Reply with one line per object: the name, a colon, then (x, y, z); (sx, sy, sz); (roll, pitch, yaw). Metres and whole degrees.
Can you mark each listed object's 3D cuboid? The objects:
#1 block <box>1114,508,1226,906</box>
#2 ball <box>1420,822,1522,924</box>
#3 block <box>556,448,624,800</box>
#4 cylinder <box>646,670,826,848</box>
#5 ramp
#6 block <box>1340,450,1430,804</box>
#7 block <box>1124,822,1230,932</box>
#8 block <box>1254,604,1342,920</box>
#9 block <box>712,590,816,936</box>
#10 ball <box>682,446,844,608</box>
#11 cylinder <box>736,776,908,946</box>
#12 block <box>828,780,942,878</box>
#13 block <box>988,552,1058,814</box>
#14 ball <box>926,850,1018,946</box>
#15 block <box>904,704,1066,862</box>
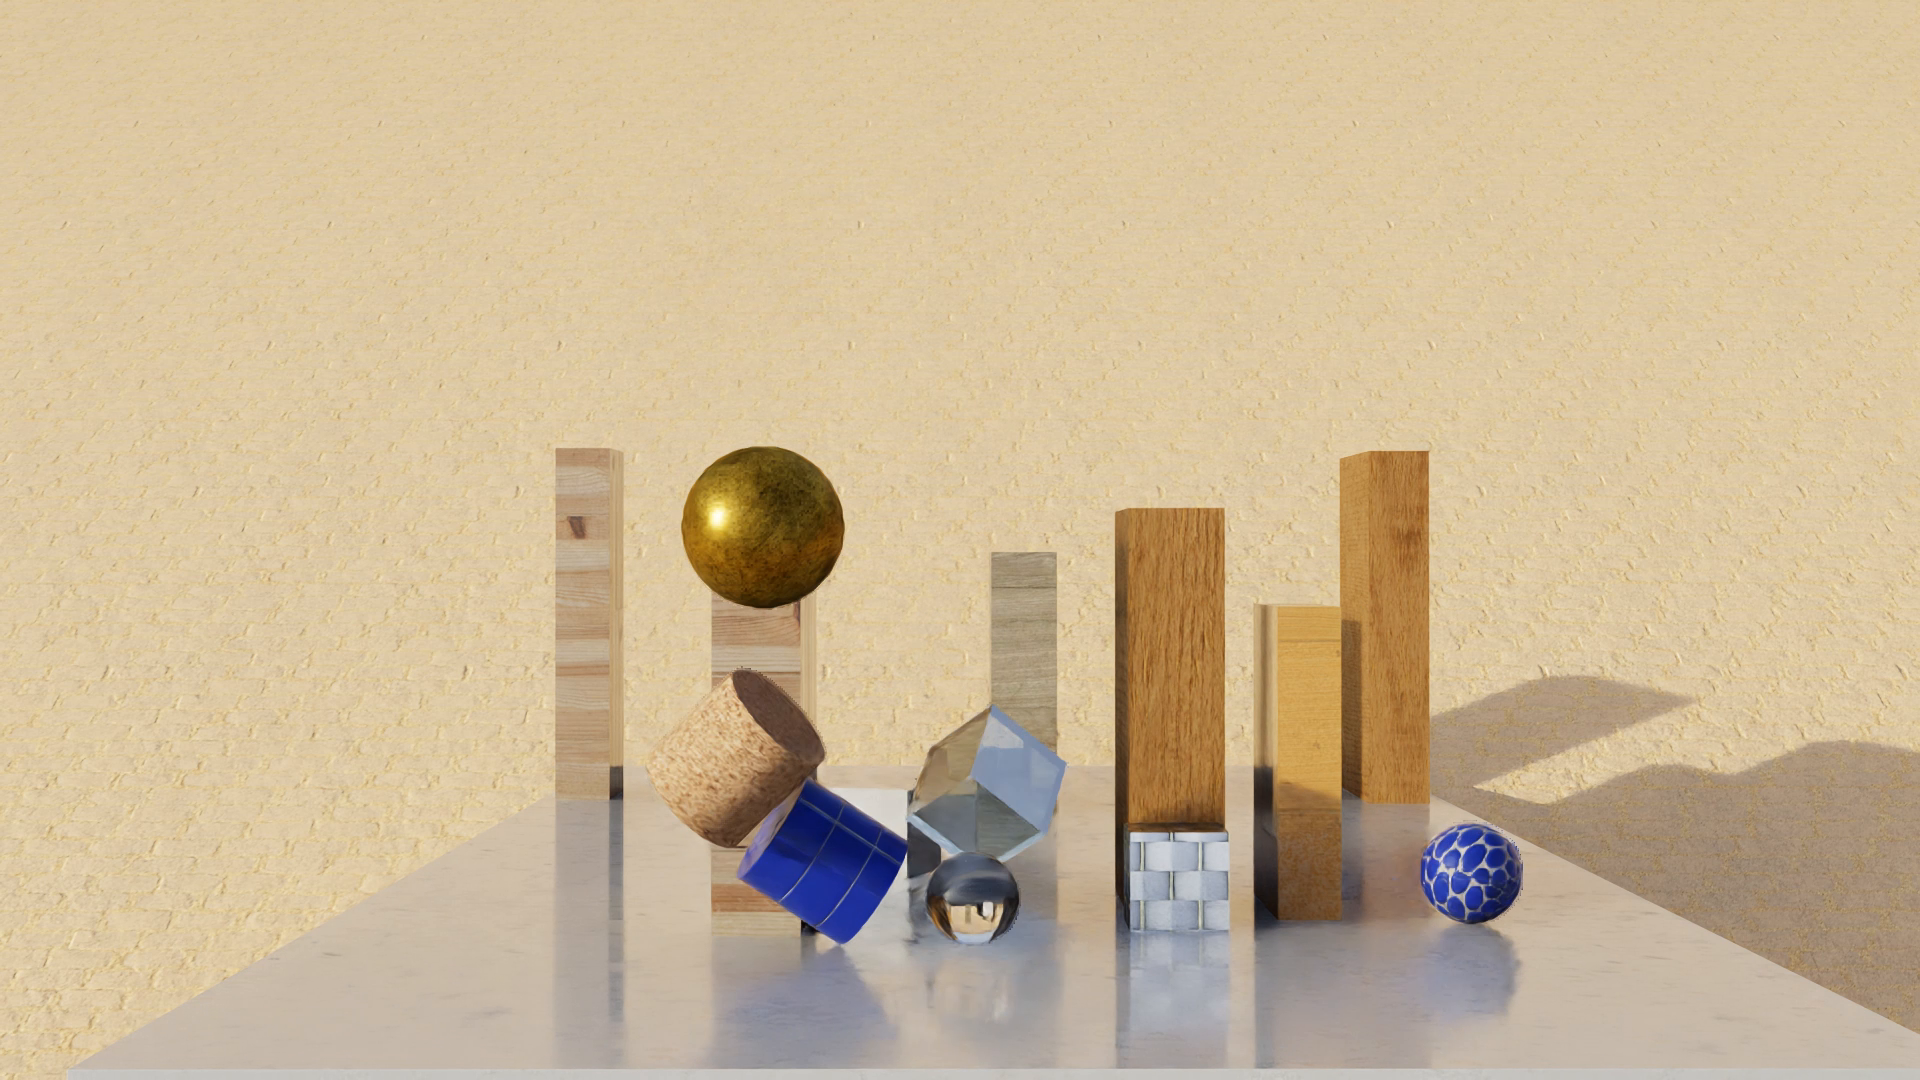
block: (0.321, 0.257, 4.005); (0.142, 0.607, 0.344); (0, 0, 0)
ball: (0.746, 0.486, 3.781); (0.146, 0.146, 0.146); (0, 31, 0)
block: (-0.836, 0.187, 5.856); (0.120, 0.780, 0.240); (0, 0, 0)
cylinder: (-0.299, 0.291, 3.457); (0.169, 0.169, 0.169); (-44, 31, 13)
ramp: (0.070, 0.617, 4.695); (2.000, 0.100, 4.000); (0, 0, 0)
block: (0.957, 0.192, 5.861); (0.132, 0.769, 0.431); (0, 0, 0)
block: (0.313, 0.488, 3.760); (0.142, 0.142, 0.142); (0, 0, 0)
block: (0.514, 0.330, 3.968); (0.094, 0.461, 0.313); (0, 0, 0)
block: (-0.288, 0.229, 3.855); (0.125, 0.662, 0.407); (0, 0, 0)
ball: (-0.217, -0.015, 2.862); (0.180, 0.180, 0.180); (0, 31, 0)
cylinder: (-0.189, 0.440, 3.570); (0.170, 0.170, 0.170); (34, 33, -8)
block: (-0.127, 0.491, 4.411); (0.147, 0.147, 0.147); (0, -1, 22)
block: (0.134, 0.301, 5.634); (0.137, 0.547, 0.440); (0, 0, 0)
ball: (0.017, 0.494, 3.569); (0.129, 0.129, 0.129); (0, 31, 0)
block: (0.044, 0.418, 4.316); (0.169, 0.169, 0.169); (39, 40, -17)
